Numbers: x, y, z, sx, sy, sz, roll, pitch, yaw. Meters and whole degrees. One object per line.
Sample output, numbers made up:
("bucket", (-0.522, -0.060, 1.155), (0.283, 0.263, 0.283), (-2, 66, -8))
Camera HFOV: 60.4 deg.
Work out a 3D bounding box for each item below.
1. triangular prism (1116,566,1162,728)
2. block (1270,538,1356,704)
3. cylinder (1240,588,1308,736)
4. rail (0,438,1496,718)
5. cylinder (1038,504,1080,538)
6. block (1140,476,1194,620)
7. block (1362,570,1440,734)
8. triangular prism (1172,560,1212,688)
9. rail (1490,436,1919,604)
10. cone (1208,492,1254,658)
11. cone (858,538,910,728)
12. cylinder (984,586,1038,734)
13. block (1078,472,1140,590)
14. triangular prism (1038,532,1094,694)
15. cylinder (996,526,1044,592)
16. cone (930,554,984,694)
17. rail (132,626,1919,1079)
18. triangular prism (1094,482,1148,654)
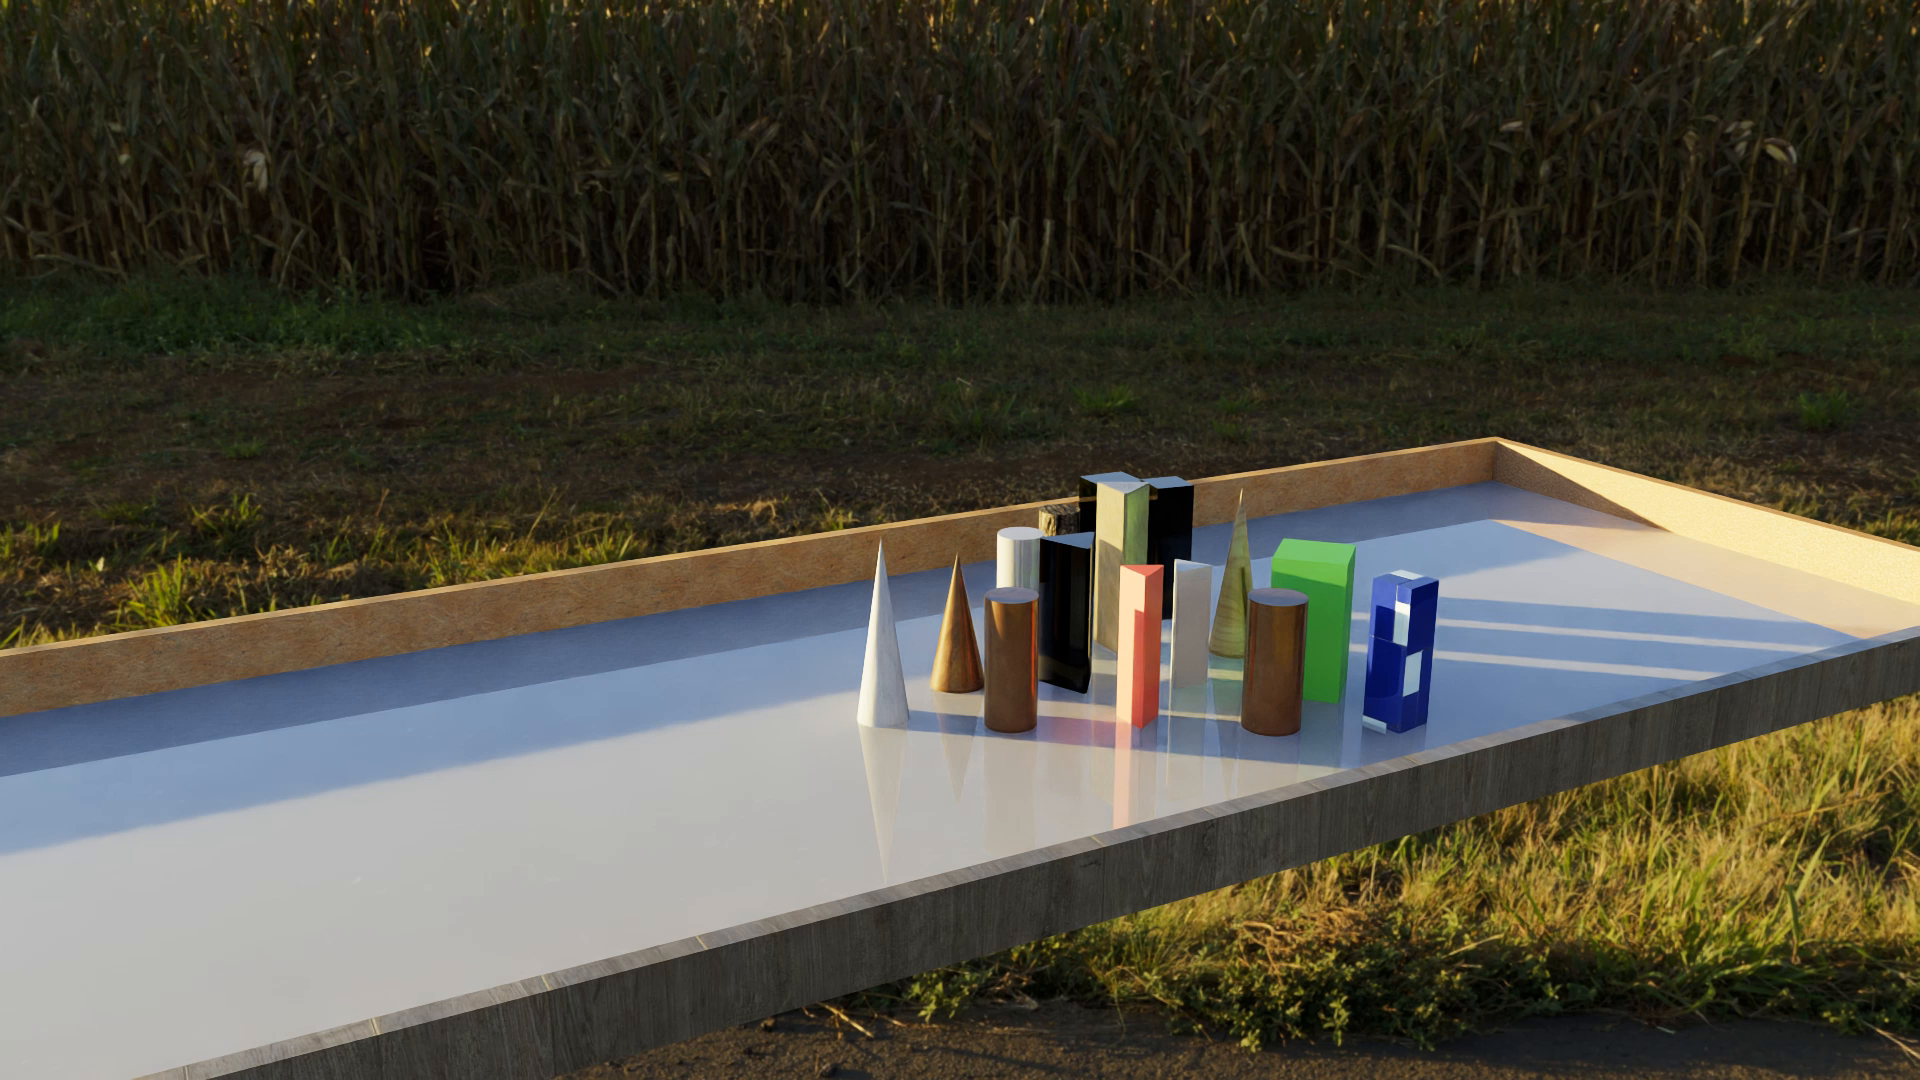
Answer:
("triangular prism", (0.435, 0.244, 3.864), (0.085, 0.373, 0.098), (-9, 19, -29))
("block", (0.863, 0.196, 4.062), (0.178, 0.352, 0.178), (6, 17, 19))
("cylinder", (0.730, 0.282, 3.831), (0.139, 0.317, 0.139), (0, 16, 0))
("rail", (-3.305, 0.497, 3.399), (12.000, 0.150, 0.050), (-9, 18, -27))
("cylinder", (0.276, 0.062, 4.600), (0.114, 0.306, 0.114), (0, 16, 0))
("block", (0.571, 0.023, 4.600), (0.110, 0.381, 0.110), (-6, 17, -19))
("block", (1.027, 0.260, 3.846), (0.105, 0.353, 0.105), (-13, 21, -38))
("triangular prism", (0.557, 0.205, 4.111), (0.099, 0.307, 0.086), (-8, 18, -26))
("rail", (2.466, -0.048, 5.253), (0.050, 0.150, 2.100), (-9, 18, -27))
("cone", (0.726, 0.078, 4.303), (0.138, 0.444, 0.138), (0, 16, 0))
("cone", (-0.182, 0.207, 3.857), (0.126, 0.447, 0.126), (0, 16, 0))
("cylinder", (0.119, 0.279, 3.843), (0.125, 0.317, 0.125), (0, 16, 0))
("block", (0.447, -0.024, 4.867), (0.143, 0.320, 0.143), (-8, 18, -24))
("triangular prism", (0.292, 0.173, 4.105), (0.146, 0.373, 0.127), (13, 21, 38))
("cylinder", (0.160, 0.131, 4.359), (0.124, 0.310, 0.124), (0, 16, 0))
("cone", (-0.006, 0.193, 4.085), (0.141, 0.346, 0.141), (0, 16, 0))
("rail", (-2.336, 1.006, 1.665), (12.000, 0.150, 0.050), (-9, 18, -27))
("triangular prism", (0.409, 0.067, 4.347), (0.116, 0.439, 0.133), (10, 19, 31))
